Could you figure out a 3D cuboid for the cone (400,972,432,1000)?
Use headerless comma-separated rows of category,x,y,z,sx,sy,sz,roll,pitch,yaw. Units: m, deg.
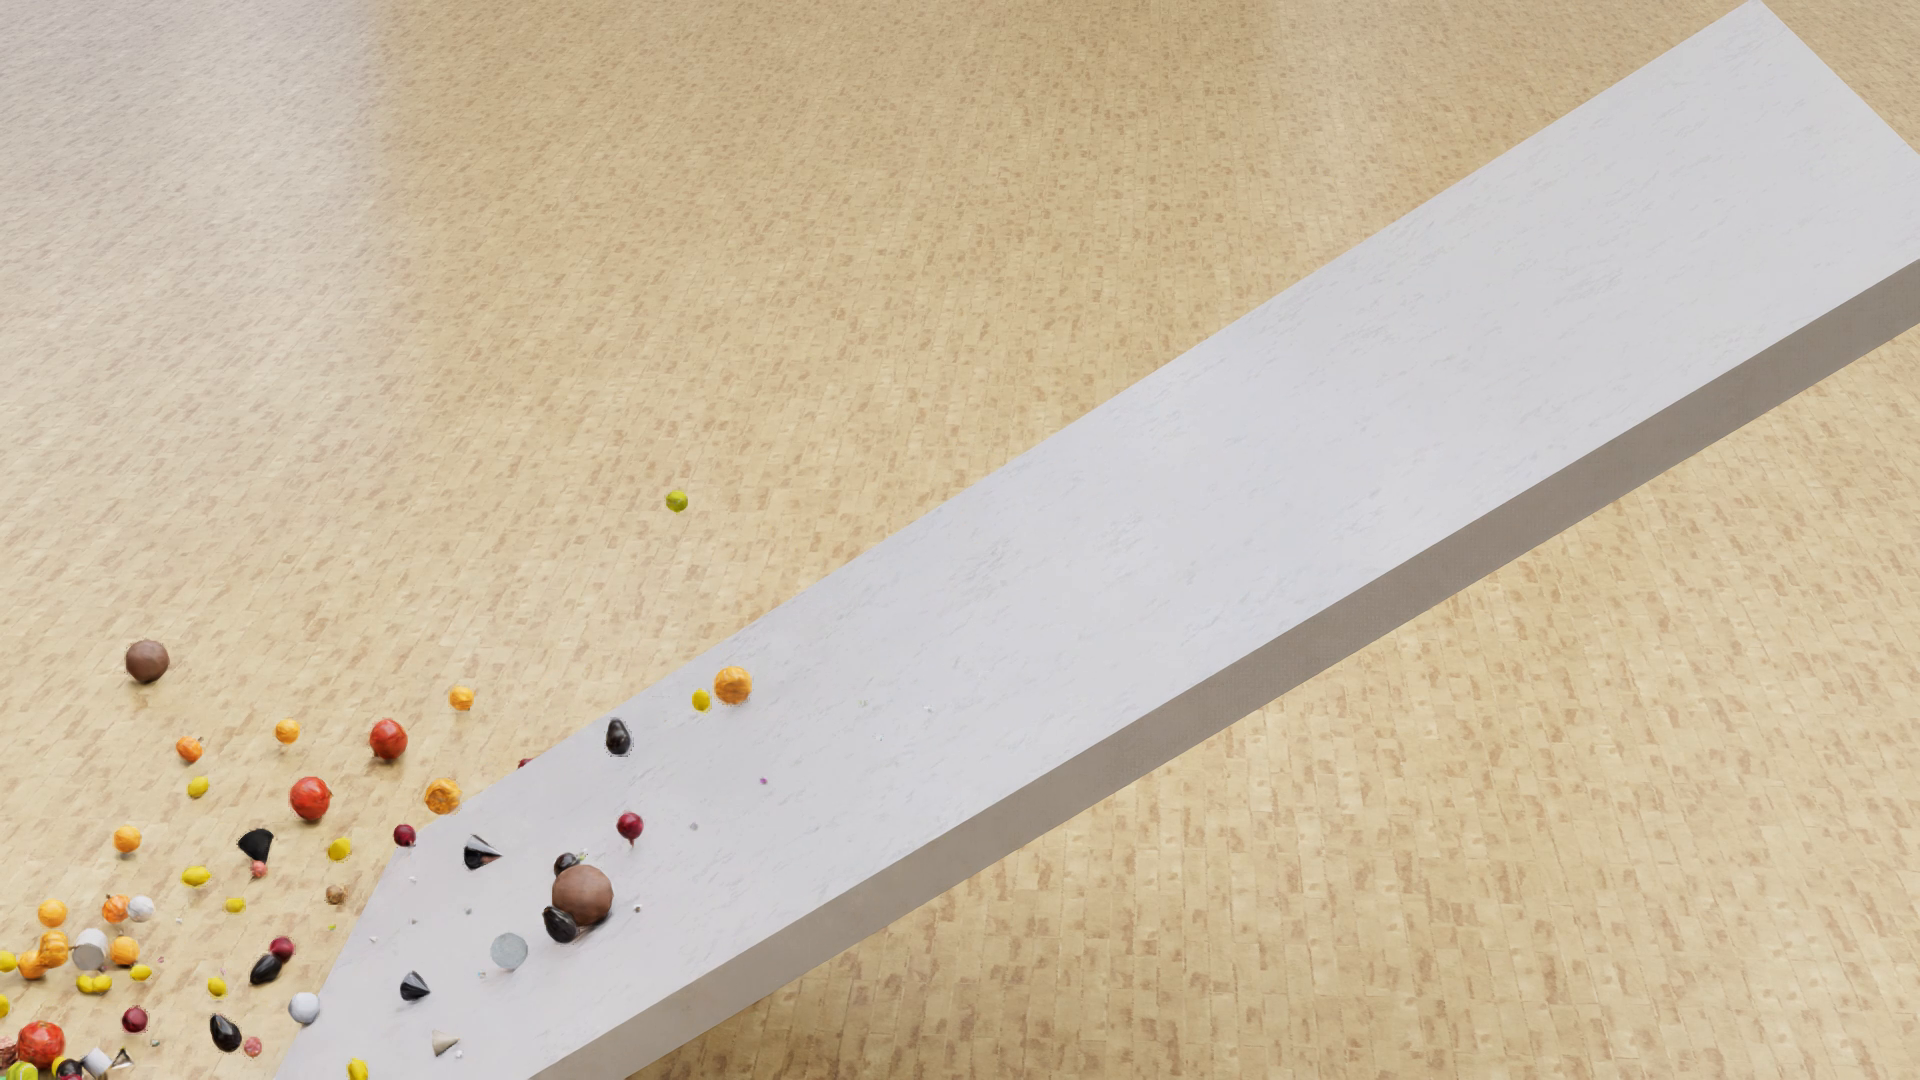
cone,-1.184,0.988,6.466,0.065,0.065,0.065,11,23,33

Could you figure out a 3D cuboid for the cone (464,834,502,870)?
cone,-1.127,0.752,7.034,0.085,0.085,0.085,5,21,24

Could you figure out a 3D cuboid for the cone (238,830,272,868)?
cone,-1.849,0.830,7.771,0.094,0.094,0.094,-10,50,-25

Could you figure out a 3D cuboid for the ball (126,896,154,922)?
ball,-2.045,0.921,7.340,0.068,0.068,0.068,0,21,0

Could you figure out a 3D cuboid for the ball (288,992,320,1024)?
ball,-1.520,1.085,6.819,0.073,0.073,0.073,0,21,0

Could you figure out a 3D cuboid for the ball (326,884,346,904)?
ball,-1.611,0.913,7.586,0.051,0.051,0.051,0,21,0

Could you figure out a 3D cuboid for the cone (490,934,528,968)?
cone,-0.965,0.889,6.276,0.079,0.079,0.079,5,64,-10

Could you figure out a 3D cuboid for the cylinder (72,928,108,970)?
cylinder,-2.152,1.013,7.275,0.077,0.077,0.077,-3,21,-8

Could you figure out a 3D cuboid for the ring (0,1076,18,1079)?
ring,-2.186,1.254,6.720,0.082,0.027,0.082,-1,20,0

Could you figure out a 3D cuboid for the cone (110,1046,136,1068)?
cone,-1.953,1.213,6.832,0.052,0.052,0.052,-35,31,-12

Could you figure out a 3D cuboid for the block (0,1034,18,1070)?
block,-2.229,1.193,6.841,0.054,0.054,0.054,-12,24,-29

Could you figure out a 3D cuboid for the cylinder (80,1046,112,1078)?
cylinder,-1.991,1.204,6.780,0.053,0.053,0.053,-43,6,6

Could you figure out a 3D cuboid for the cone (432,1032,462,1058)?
cone,-1.054,1.032,6.060,0.056,0.056,0.056,-17,22,-2

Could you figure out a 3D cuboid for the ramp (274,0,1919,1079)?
ramp,0.137,0.173,6.302,4.000,0.100,2.000,-32,16,15
